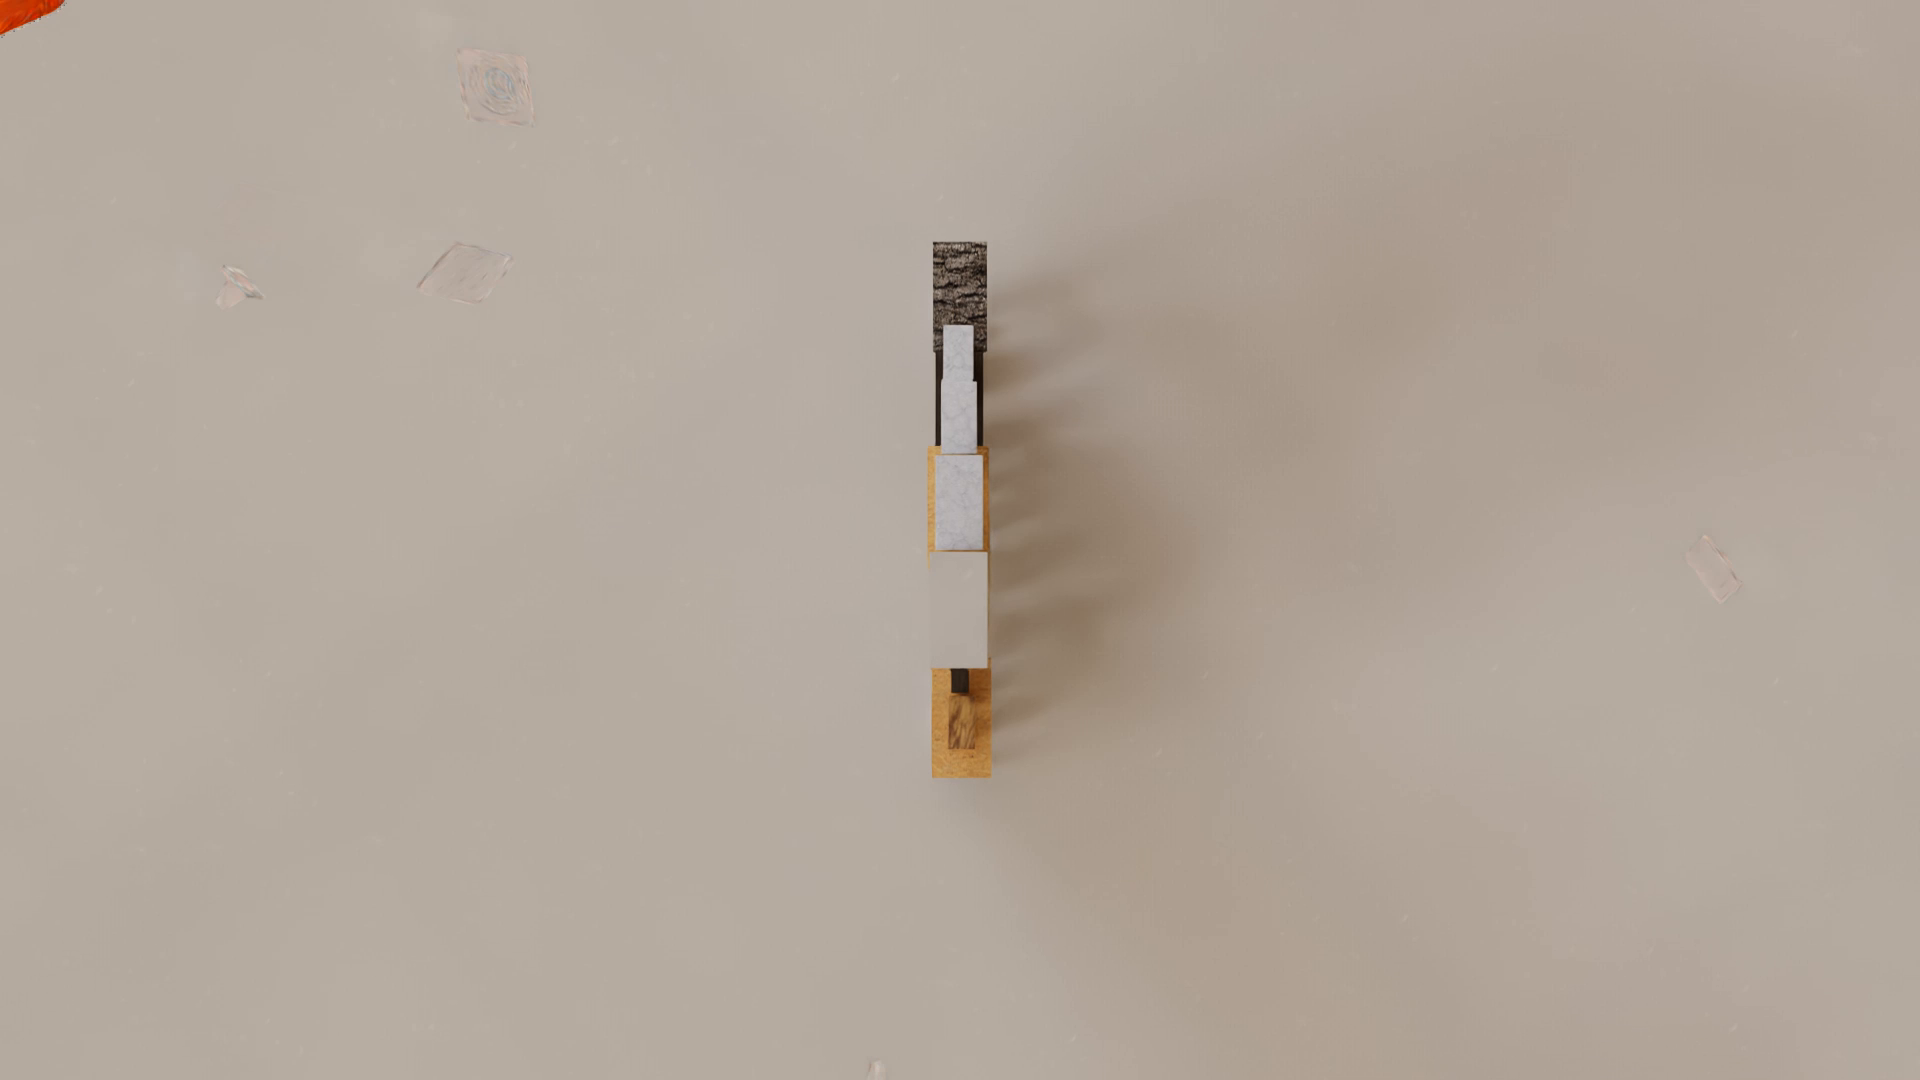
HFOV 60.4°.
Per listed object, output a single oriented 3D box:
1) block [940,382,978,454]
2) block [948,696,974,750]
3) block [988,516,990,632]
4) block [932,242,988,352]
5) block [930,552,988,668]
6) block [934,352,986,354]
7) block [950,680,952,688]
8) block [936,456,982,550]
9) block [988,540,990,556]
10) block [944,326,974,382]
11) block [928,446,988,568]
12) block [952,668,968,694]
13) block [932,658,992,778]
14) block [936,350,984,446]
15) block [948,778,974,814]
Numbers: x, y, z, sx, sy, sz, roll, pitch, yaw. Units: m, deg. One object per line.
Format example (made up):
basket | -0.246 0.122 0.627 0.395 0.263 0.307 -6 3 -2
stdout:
block | -0.002 -0.301 4.069 0.088 0.025 0.176 0 90 0
block | 0.004 0.473 4.270 0.068 0.019 0.137 0 90 0
block | 0.003 0.097 4.644 0.163 0.046 0.327 0 90 0
block | 0.000 -0.655 4.443 0.145 0.041 0.291 0 90 0
block | -0.003 0.168 3.961 0.139 0.039 0.278 0 90 0
block | 0.000 -0.557 4.609 0.145 0.291 0.041 0 90 0
block | -0.001 0.384 4.371 0.046 0.092 0.013 0 90 0
block | -0.002 -0.090 4.012 0.115 0.033 0.230 0 90 0
block | -0.003 0.021 4.462 0.158 0.317 0.045 0 90 0
block | -0.004 -0.472 4.231 0.077 0.022 0.154 0 90 0
block | -0.005 -0.084 4.281 0.158 0.045 0.317 0 90 0
block | 0.000 0.354 4.318 0.046 0.013 0.092 0 90 0
block | 0.005 0.478 4.439 0.159 0.045 0.319 0 90 0
block | -0.002 -0.377 4.413 0.127 0.036 0.254 0 90 0
block | 0.004 0.721 4.789 0.075 0.021 0.149 0 90 0
